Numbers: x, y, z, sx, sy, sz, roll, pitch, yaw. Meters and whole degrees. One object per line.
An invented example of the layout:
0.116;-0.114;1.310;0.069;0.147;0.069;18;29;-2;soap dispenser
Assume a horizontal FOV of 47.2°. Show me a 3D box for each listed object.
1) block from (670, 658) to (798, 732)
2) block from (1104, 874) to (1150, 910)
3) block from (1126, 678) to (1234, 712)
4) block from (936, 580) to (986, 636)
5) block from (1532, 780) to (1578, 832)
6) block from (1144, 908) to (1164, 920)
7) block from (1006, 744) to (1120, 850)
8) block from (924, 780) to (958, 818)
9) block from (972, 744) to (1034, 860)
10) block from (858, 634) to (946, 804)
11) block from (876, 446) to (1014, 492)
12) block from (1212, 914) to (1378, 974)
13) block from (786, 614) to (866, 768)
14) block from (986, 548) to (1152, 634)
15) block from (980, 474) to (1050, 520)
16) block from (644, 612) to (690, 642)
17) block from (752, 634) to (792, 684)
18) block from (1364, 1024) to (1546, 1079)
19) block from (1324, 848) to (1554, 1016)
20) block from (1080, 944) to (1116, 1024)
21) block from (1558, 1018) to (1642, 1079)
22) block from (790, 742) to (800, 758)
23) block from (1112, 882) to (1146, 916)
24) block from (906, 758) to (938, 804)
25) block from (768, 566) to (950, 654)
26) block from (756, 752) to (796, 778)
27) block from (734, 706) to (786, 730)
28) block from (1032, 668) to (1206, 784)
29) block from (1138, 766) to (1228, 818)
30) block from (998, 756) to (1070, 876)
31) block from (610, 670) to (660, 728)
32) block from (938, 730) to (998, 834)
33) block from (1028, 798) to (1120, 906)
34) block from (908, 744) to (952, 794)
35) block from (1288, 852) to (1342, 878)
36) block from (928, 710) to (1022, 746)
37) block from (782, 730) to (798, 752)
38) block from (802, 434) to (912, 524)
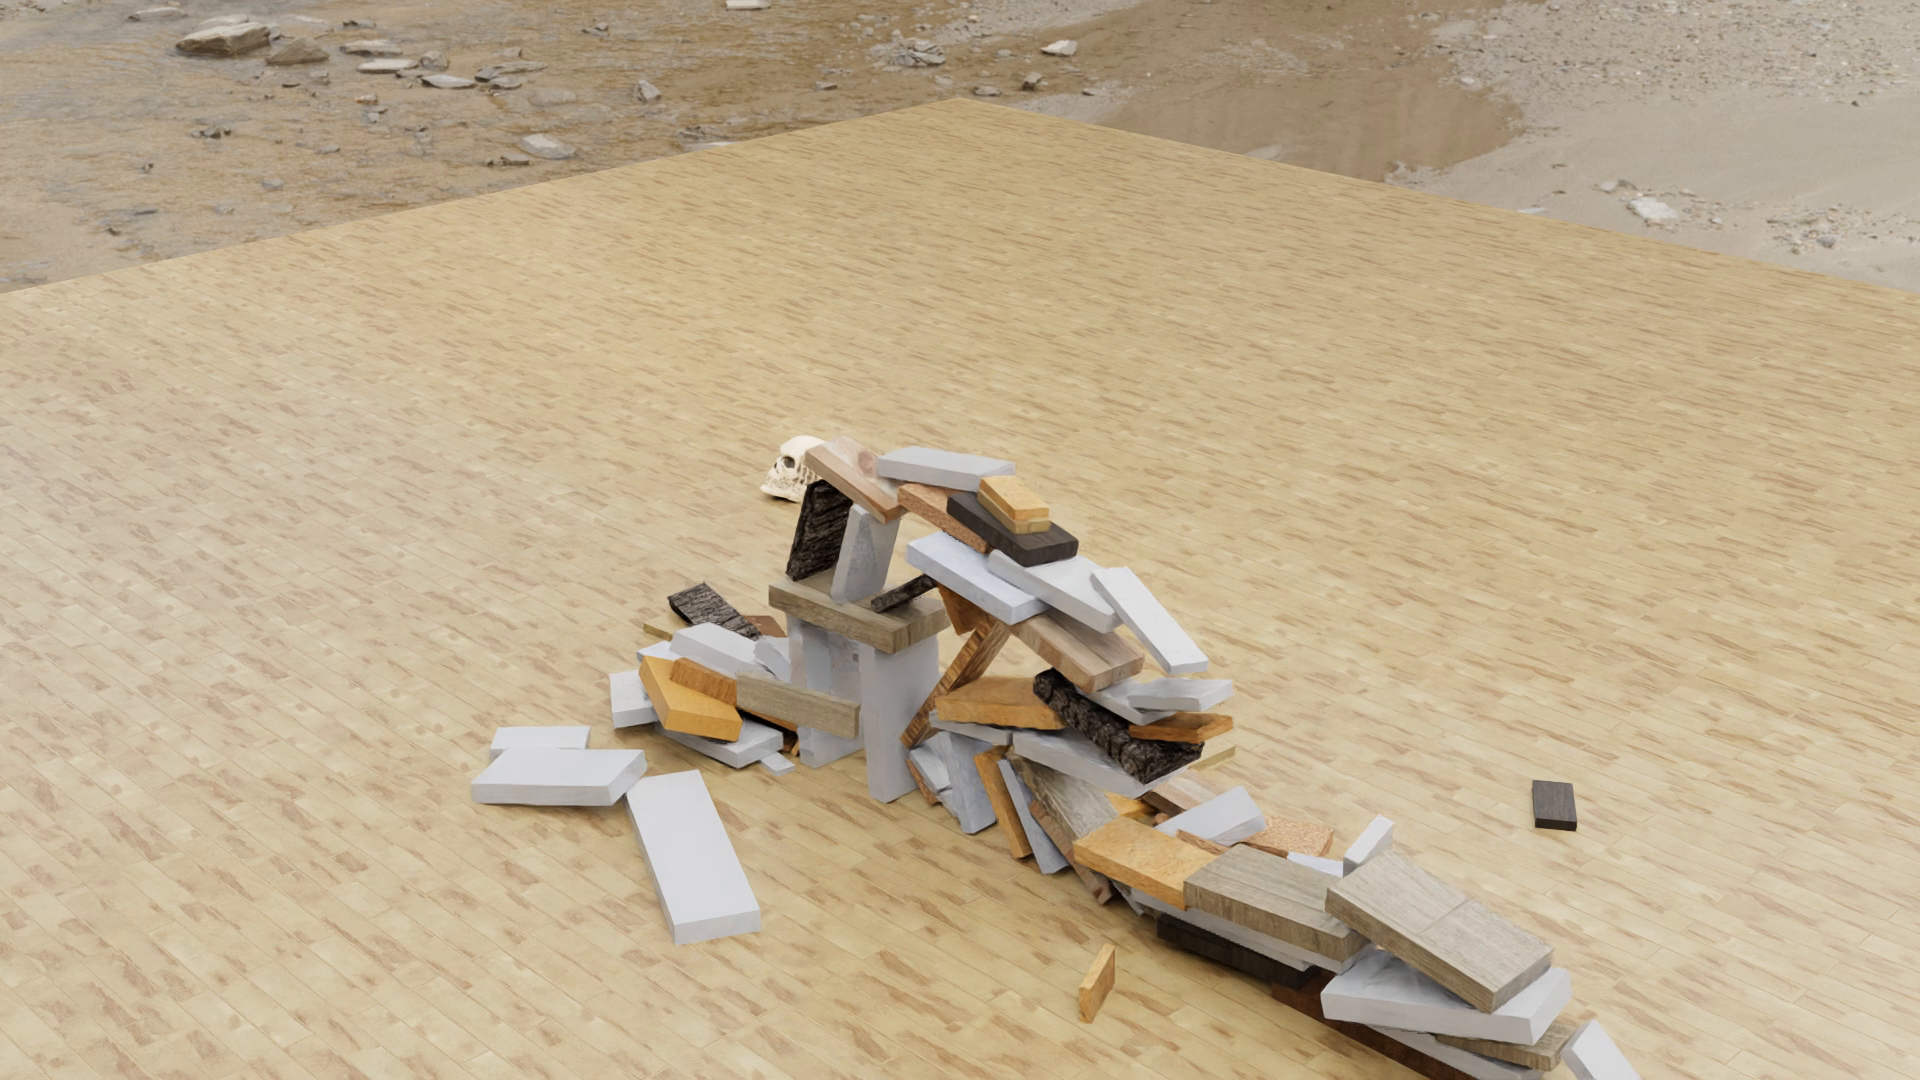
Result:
-0.449;0.325;4.762;0.320;0.045;0.160;21;13;14;block
0.320;0.623;4.105;0.143;0.020;0.072;37;43;23;block
0.388;0.271;3.868;0.088;0.025;0.176;-23;14;-38;block
0.002;0.081;4.276;0.096;0.192;0.027;-17;-8;-40;block
1.206;0.538;4.463;0.080;0.023;0.159;4;23;10;block
0.417;0.693;4.063;0.143;0.020;0.072;25;37;37;block
0.202;0.475;4.206;0.118;0.033;0.236;-21;68;-41;block
-0.022;0.515;4.472;0.052;0.015;0.104;-21;57;-41;block
0.112;0.505;4.317;0.108;0.215;0.030;-21;-1;-41;block
-0.117;0.345;4.499;0.049;0.347;0.174;16;28;43;block
-0.030;-0.140;4.310;0.247;0.035;0.123;11;19;33;block
0.584;0.664;3.807;0.269;0.038;0.135;14;28;41;block
-0.269;0.288;4.634;0.174;0.347;0.049;-20;24;-38;block
0.201;0.077;4.053;0.277;0.039;0.139;29;32;31;block
0.102;-0.081;4.135;0.072;0.020;0.144;-6;29;-27;block
-0.663;0.217;5.220;0.167;0.024;0.084;18;29;36;block
-0.278;0.280;4.773;0.319;0.045;0.160;11;20;-43;block
0.840;0.820;3.671;0.290;0.041;0.145;20;30;39;block
0.779;0.634;3.588;0.166;0.047;0.331;-23;39;-37;block
0.241;0.775;3.843;0.020;0.072;0.143;7;24;20;block
1.046;0.872;3.506;0.198;0.028;0.099;53;41;8;block
-0.321;0.425;4.698;0.013;0.047;0.095;40;37;15;block
0.322;0.634;4.143;0.072;0.020;0.143;-23;63;-37;block
-0.065;0.486;4.503;0.052;0.104;0.015;-22;-11;-41;block
-0.207;0.133;4.487;0.347;0.049;0.174;19;29;37;block
-0.392;0.469;4.638;0.047;0.013;0.095;-16;28;-33;block
-0.436;0.385;4.784;0.116;0.058;0.016;10;67;22;block
0.290;0.324;4.048;0.149;0.042;0.299;-19;45;-39;block
0.434;0.503;4.443;0.121;0.034;0.242;-14;23;-29;block
0.167;0.516;4.266;0.118;0.236;0.033;-21;-1;-40;block
-0.703;0.344;4.847;0.127;0.036;0.255;-9;17;-8;block
0.029;0.465;4.391;0.108;0.215;0.030;-21;12;-41;block
0.247;0.574;4.204;0.118;0.033;0.236;-21;65;-40;block
-0.056;0.467;4.481;0.052;0.015;0.104;-16;57;-38;block
0.726;0.638;4.149;0.223;0.032;0.112;10;8;10;block
0.053;0.353;4.319;0.108;0.030;0.215;-21;21;-41;block
-0.353;0.428;4.727;0.047;0.013;0.095;5;22;34;block
-0.189;-0.123;4.364;0.231;0.033;0.116;36;41;27;block
